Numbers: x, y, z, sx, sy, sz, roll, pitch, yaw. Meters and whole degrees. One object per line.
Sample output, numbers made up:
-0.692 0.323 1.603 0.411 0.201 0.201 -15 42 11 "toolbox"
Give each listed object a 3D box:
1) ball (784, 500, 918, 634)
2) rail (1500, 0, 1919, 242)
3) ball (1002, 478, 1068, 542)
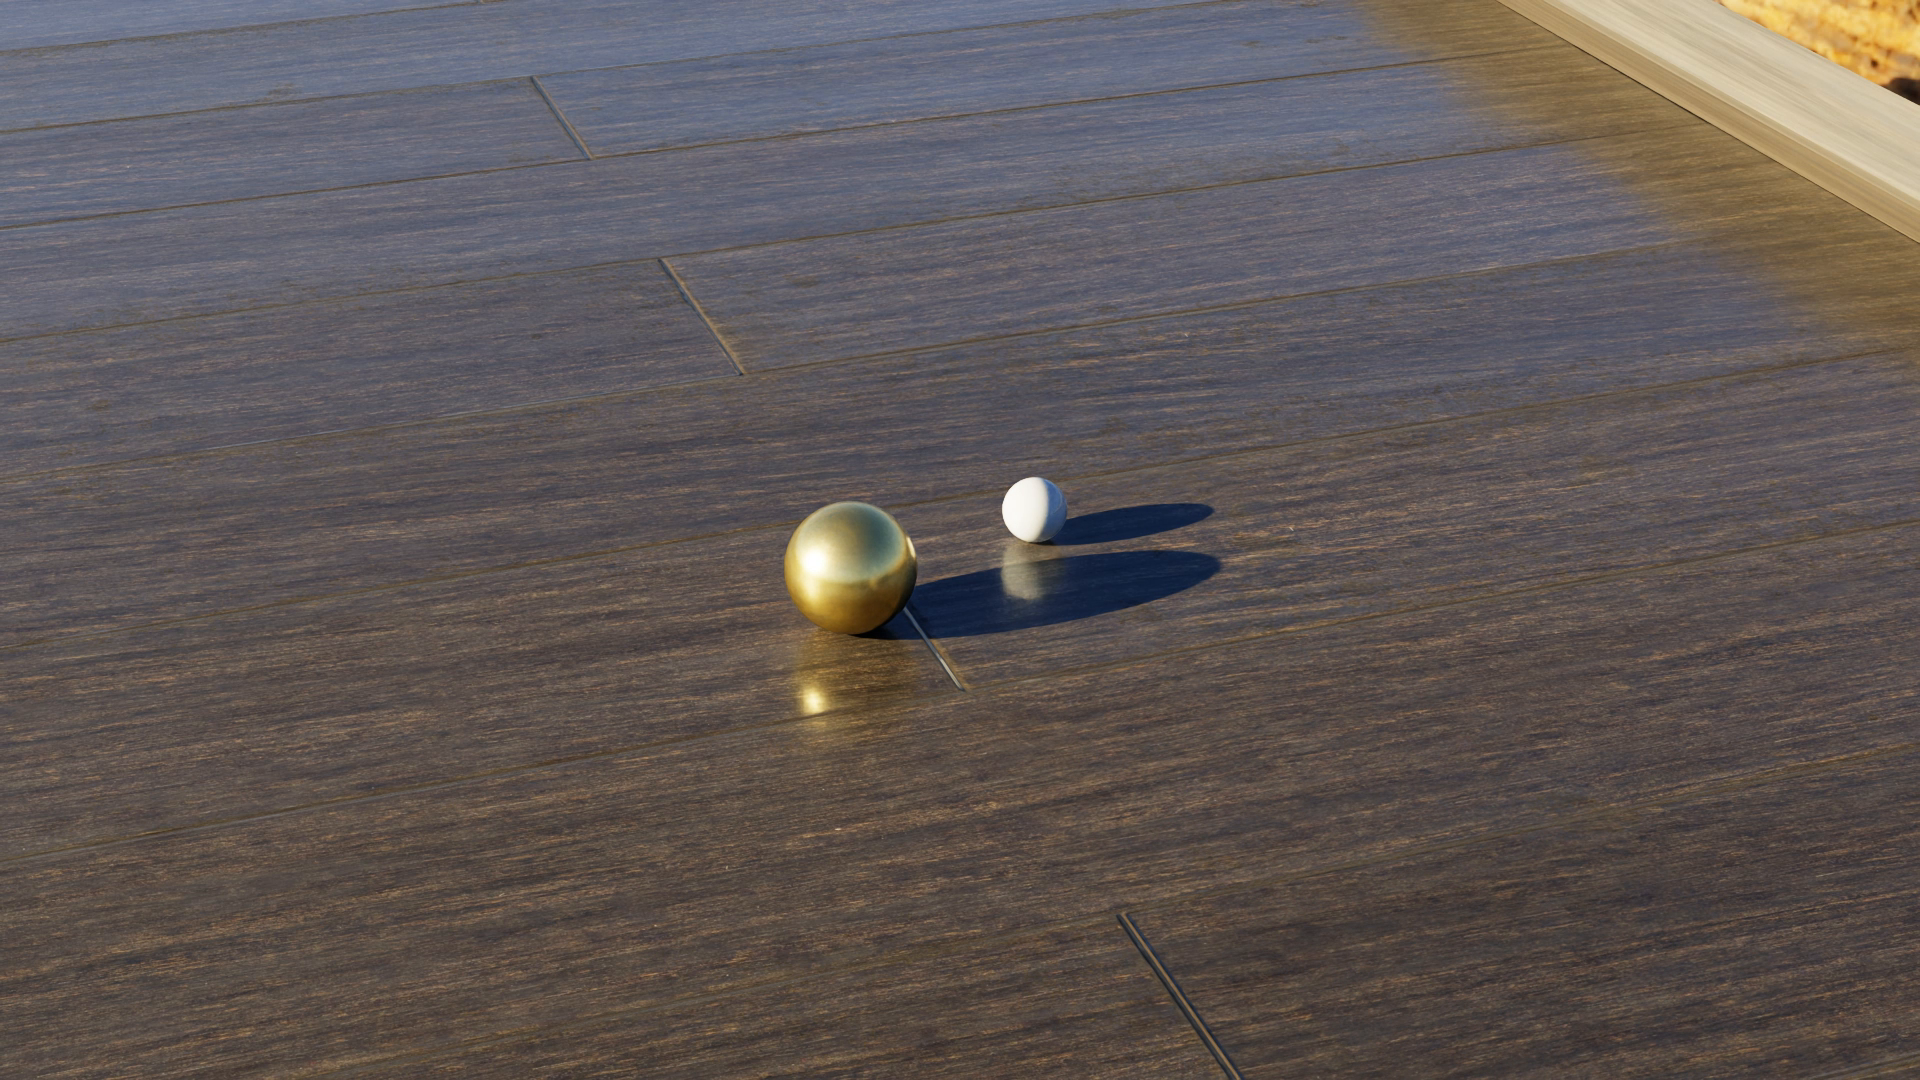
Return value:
-0.069 0.017 1.848 0.084 0.084 0.084 0 27 0 "ball"
0.590 -0.540 2.898 0.045 0.109 3.494 -9 29 -17 "rail"
0.050 -0.020 1.964 0.044 0.044 0.044 0 27 0 "ball"
